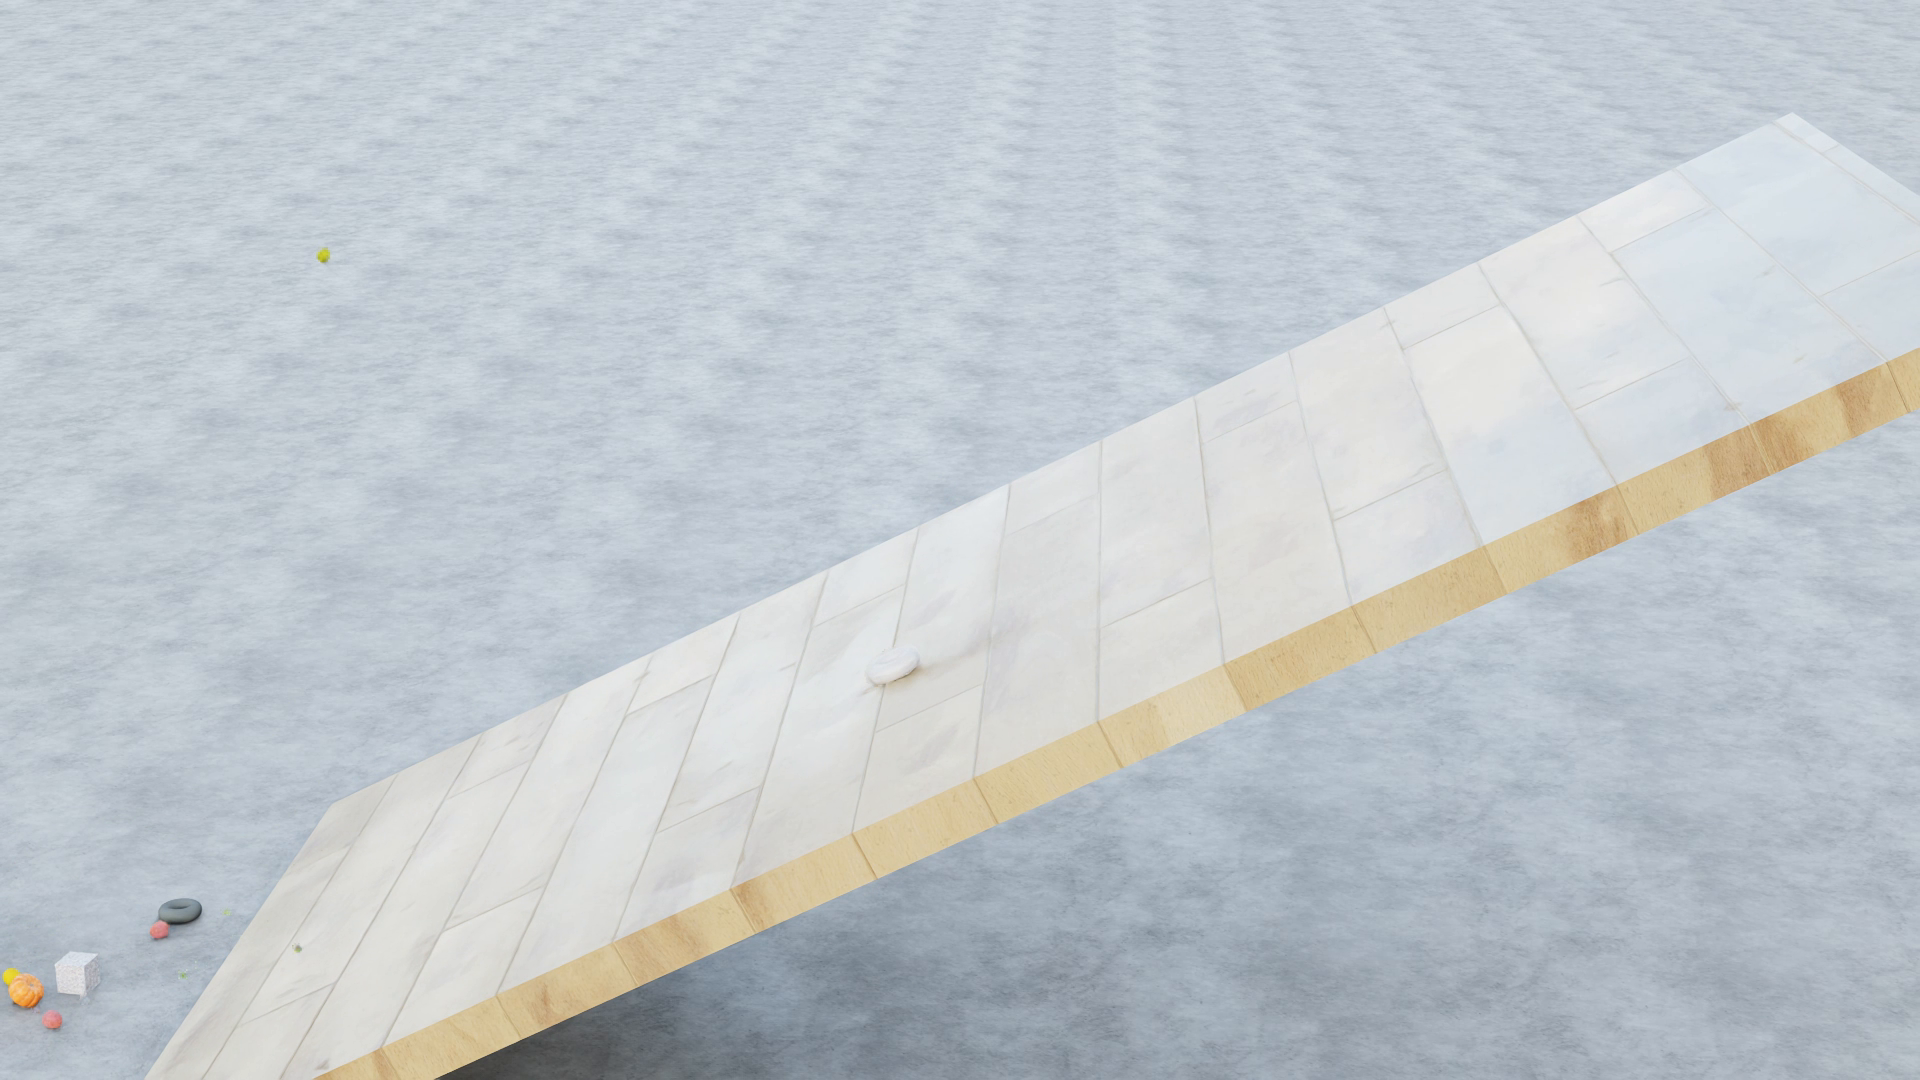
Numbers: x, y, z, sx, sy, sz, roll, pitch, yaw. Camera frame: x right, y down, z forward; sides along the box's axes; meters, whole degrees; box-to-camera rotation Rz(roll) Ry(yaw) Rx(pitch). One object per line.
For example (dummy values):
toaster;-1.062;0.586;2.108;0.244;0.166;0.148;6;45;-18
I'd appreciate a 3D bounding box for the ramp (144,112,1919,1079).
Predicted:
ramp;0.139;0.168;6.281;4.000;0.100;2.000;-25;14;10

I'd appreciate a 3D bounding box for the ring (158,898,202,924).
ring;-1.882;0.895;7.098;0.104;0.035;0.104;-1;15;0

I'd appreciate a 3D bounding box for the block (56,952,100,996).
block;-2.014;0.990;6.718;0.070;0.070;0.070;3;17;11

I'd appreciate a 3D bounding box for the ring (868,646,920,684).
ring;-0.139;0.263;6.170;0.121;0.040;0.121;-25;15;7
